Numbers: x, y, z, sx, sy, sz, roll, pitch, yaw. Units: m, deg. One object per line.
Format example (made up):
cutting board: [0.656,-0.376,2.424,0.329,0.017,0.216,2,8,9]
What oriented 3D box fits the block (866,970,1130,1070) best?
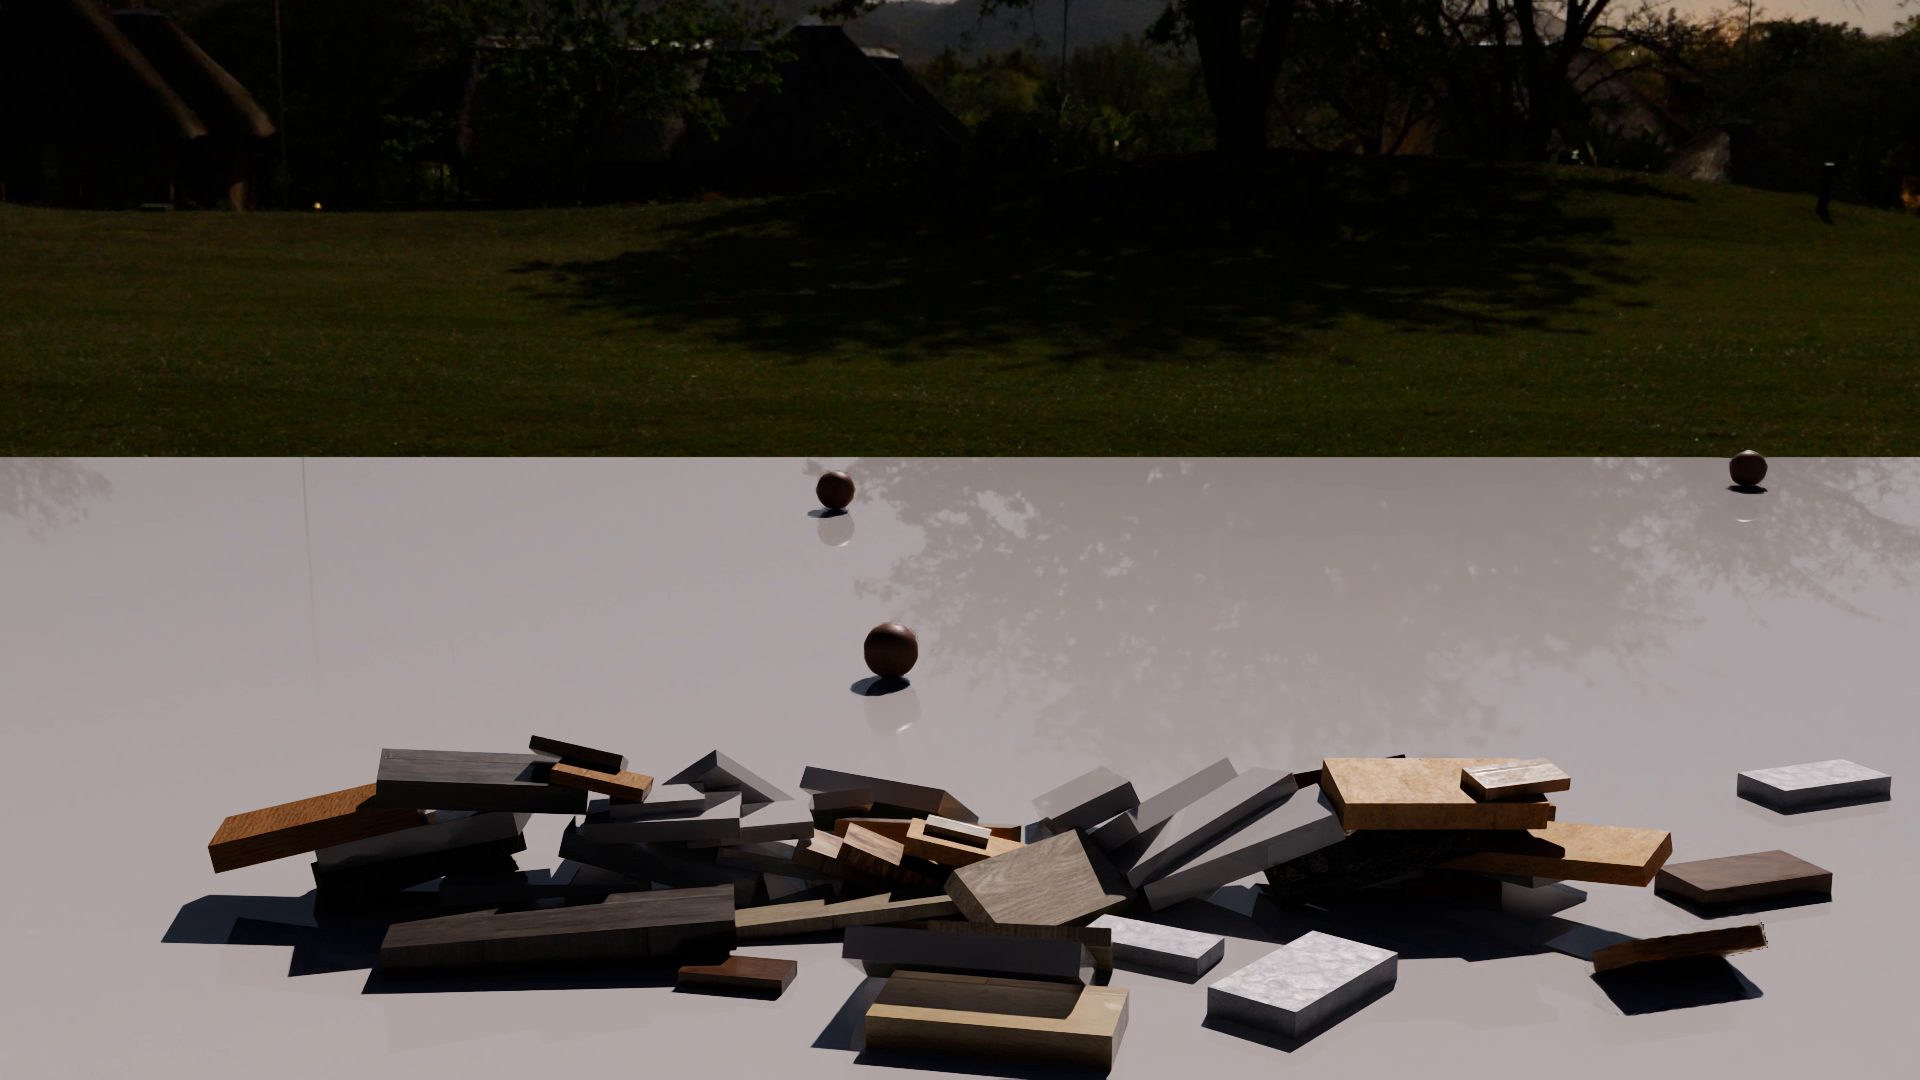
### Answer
block: [0.055,0.672,3.092,0.344,0.049,0.172,2,11,12]

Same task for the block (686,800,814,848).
block: [-0.355,0.474,3.679,0.210,0.030,0.105,-4,14,-10]

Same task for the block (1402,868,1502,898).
block: [0.824,0.575,3.691,0.157,0.022,0.078,1,11,6]

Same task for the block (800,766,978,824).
block: [-0.128,0.474,3.972,0.293,0.042,0.147,6,-22,30]

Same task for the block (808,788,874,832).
block: [-0.218,0.481,3.899,0.103,0.029,0.206,-5,-18,-11]

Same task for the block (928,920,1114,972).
block: [0.092,0.611,3.305,0.274,0.029,0.103,1,-32,7]

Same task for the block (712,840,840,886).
block: [-0.310,0.529,3.697,0.210,0.030,0.105,12,11,-13]

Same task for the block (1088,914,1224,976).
block: [0.293,0.625,3.398,0.206,0.029,0.103,6,12,29]

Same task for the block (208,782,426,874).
block: [-1.060,0.467,3.654,0.335,0.047,0.167,-13,11,-6]

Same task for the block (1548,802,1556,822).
block: [0.975,0.475,4.019,0.154,0.044,0.308,5,3,2]

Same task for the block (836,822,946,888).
block: [-0.095,0.539,3.643,0.213,0.030,0.107,23,11,-1]

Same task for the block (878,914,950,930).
block: [-0.074,0.608,3.531,0.107,0.015,0.054,2,11,10]

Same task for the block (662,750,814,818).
block: [-0.378,0.453,3.756,0.123,0.247,0.035,-33,42,21]

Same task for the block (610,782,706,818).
block: [-0.499,0.429,3.623,0.155,0.022,0.077,-3,14,-8]

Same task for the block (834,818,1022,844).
block: [-0.054,0.509,3.796,0.302,0.043,0.151,2,-5,9]

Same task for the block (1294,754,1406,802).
block: [0.664,0.459,4.062,0.308,0.044,0.154,-6,-18,-30]

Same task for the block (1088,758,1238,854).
block: [0.338,0.480,3.854,0.151,0.043,0.461,-36,-11,27]

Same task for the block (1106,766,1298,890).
block: [0.396,0.482,3.699,0.364,0.032,0.113,-27,12,-26]

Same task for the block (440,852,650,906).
block: [-0.686,0.569,3.658,0.325,0.046,0.162,0,11,-2]

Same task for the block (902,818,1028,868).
block: [0.017,0.513,3.634,0.213,0.030,0.107,13,10,3]

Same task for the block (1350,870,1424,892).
block: [0.690,0.558,3.696,0.157,0.022,0.078,-9,10,-10]

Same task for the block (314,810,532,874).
block: [-0.889,0.477,3.681,0.335,0.047,0.167,-11,11,3]

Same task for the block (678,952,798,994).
block: [-0.332,0.648,3.292,0.161,0.023,0.081,2,11,12]

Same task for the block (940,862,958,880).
block: [0.078,0.554,3.651,0.213,0.030,0.107,11,10,-9]

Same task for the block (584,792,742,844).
block: [-0.487,0.457,3.625,0.251,0.035,0.123,-2,14,-4]

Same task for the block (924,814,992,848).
block: [-0.004,0.482,3.646,0.107,0.015,0.054,13,10,4]

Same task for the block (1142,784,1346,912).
block: [0.459,0.509,3.655,0.335,0.047,0.167,-21,10,2]

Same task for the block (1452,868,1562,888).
block: [0.875,0.529,3.793,0.154,0.044,0.386,-4,7,-39]

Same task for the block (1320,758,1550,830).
block: [0.781,0.418,3.631,0.335,0.047,0.167,0,20,-4]

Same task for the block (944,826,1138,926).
block: [0.131,0.559,3.503,0.302,0.043,0.151,-11,50,-45]

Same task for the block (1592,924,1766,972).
block: [1.081,0.615,3.311,0.225,0.032,0.113,-3,-17,-17]

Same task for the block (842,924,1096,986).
block: [0.017,0.611,3.202,0.344,0.049,0.172,2,-19,12]

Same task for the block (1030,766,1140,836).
block: [0.215,0.459,3.854,0.147,0.042,0.415,-25,-1,-4]

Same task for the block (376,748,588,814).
block: [-0.788,0.399,3.633,0.335,0.047,0.167,4,11,-12]

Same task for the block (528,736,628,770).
block: [-0.634,0.358,3.662,0.155,0.022,0.077,13,-13,1]

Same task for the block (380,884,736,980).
block: [-0.612,0.602,3.398,0.528,0.049,0.172,-4,10,-6]

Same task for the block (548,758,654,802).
block: [-0.587,0.392,3.603,0.155,0.022,0.077,12,10,2]

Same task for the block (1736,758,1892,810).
block: [1.641,0.468,4.226,0.257,0.036,0.128,-4,11,-21]

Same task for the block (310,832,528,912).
block: [-0.905,0.529,3.678,0.325,0.046,0.162,-16,12,-23]

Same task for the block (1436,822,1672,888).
block: [0.831,0.504,3.685,0.686,0.036,0.128,0,19,37]

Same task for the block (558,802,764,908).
block: [-0.493,0.524,3.679,0.325,0.046,0.162,15,11,0]

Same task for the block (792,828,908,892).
block: [-0.172,0.540,3.674,0.210,0.030,0.105,19,11,-1]

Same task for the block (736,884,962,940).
block: [-0.166,0.593,3.519,0.389,0.023,0.081,-5,10,-9]

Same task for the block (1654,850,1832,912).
block: [1.311,0.569,3.681,0.256,0.036,0.128,-4,11,-20]

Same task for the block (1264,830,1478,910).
block: [0.671,0.508,3.657,0.335,0.047,0.167,-17,21,0]

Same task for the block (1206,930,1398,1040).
block: [0.506,0.650,3.230,0.147,0.042,0.293,9,14,39]

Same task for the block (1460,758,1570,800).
block: [0.912,0.392,3.611,0.157,0.022,0.078,-5,21,-17]
